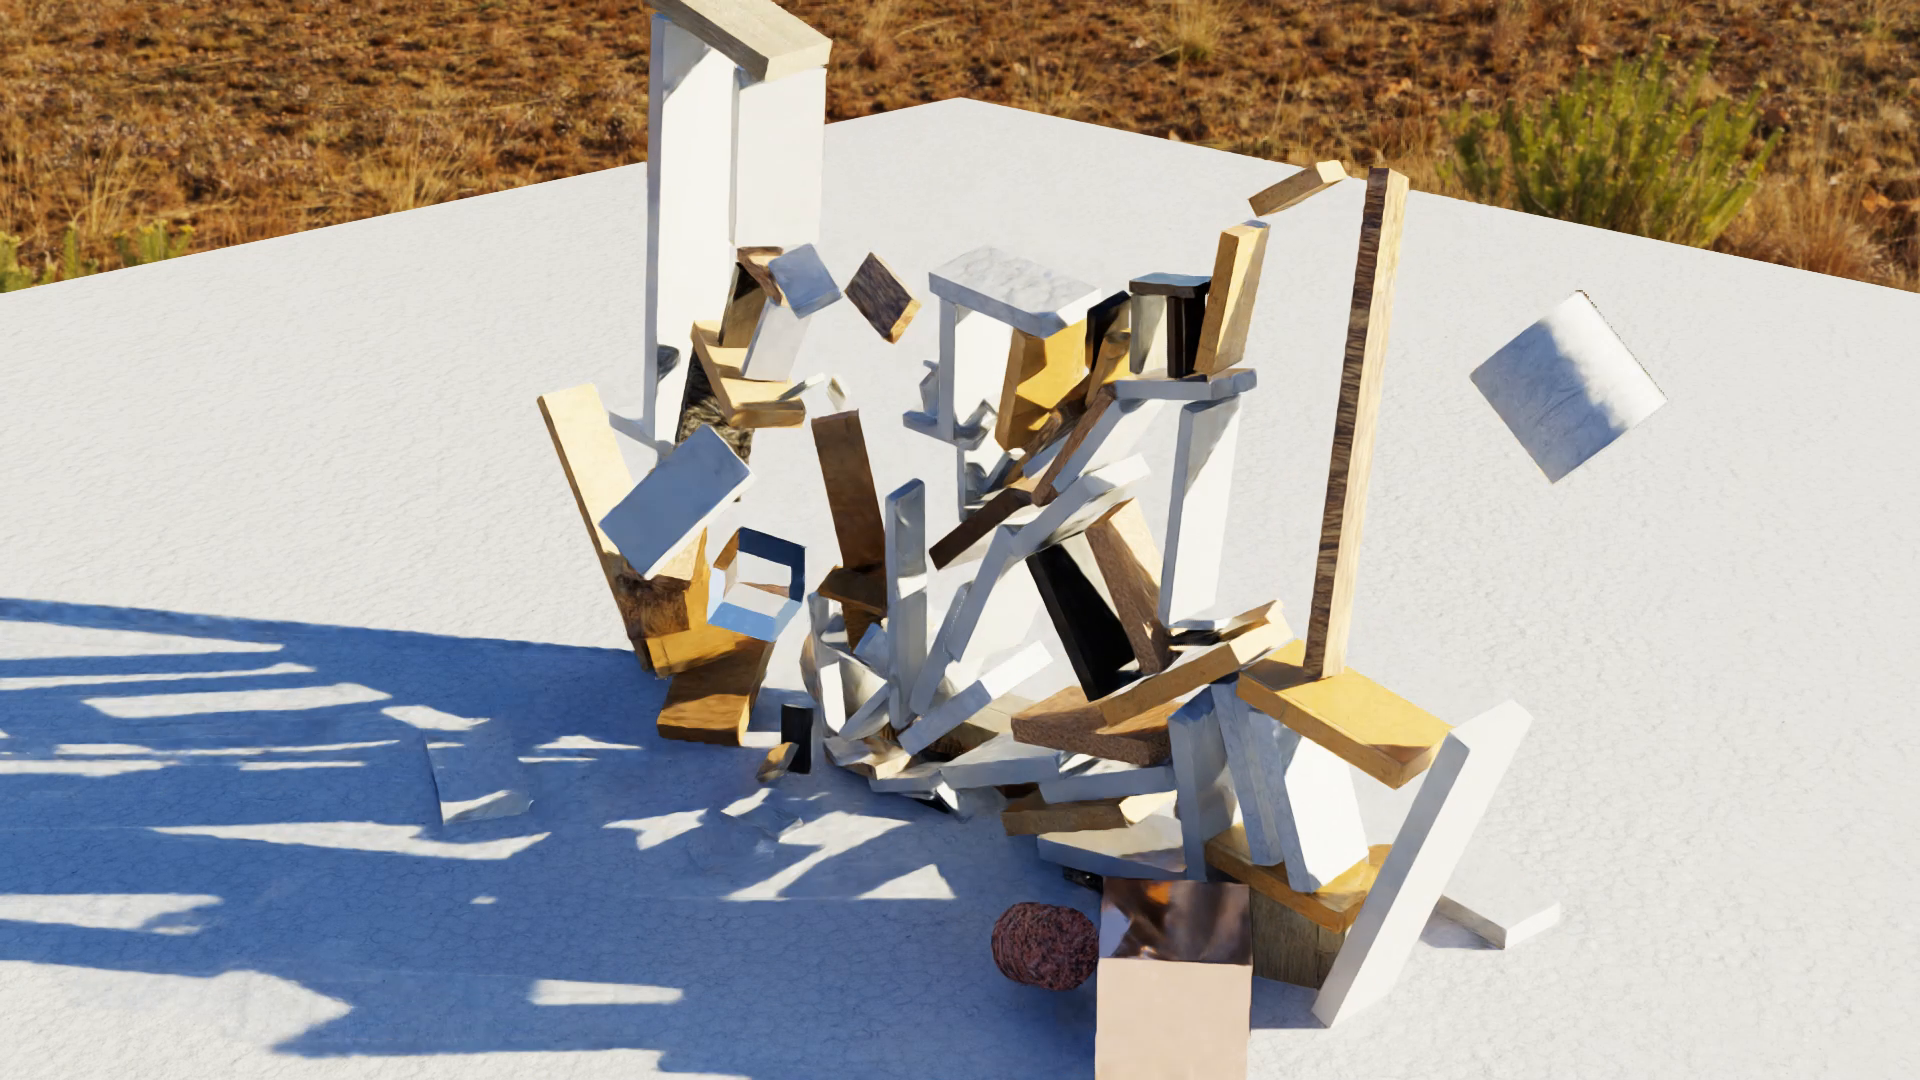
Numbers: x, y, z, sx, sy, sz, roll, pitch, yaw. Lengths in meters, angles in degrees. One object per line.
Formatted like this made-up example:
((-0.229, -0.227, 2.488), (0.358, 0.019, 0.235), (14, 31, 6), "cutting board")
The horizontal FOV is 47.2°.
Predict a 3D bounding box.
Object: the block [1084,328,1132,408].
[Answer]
((0.267, -0.296, 3.808), (0.076, 0.151, 0.021), (-22, 54, -31), "block")

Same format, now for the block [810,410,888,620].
((-0.204, -0.041, 4.382), (0.095, 0.459, 0.027), (-11, 28, 0), "block")

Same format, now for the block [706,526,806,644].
((-0.426, 0.093, 4.605), (0.152, 0.152, 0.152), (18, 46, -21), "block")

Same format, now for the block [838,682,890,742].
((-0.165, 0.351, 4.555), (0.095, 0.190, 0.027), (-9, 61, -45), "block")

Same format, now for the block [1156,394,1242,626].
((0.412, -0.054, 3.799), (0.112, 0.429, 0.032), (-22, 41, -33), "block")

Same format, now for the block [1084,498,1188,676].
((0.322, 0.083, 3.933), (0.041, 0.287, 0.144), (-17, 11, 34), "block")

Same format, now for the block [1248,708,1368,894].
((0.599, 0.420, 3.772), (0.164, 0.328, 0.046), (-24, 14, -40), "block")

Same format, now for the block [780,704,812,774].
((-0.343, 0.416, 4.595), (0.068, 0.137, 0.019), (7, 6, 37), "block")

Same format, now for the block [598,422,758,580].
((-0.579, -0.080, 4.499), (0.153, 0.307, 0.043), (47, 1, 18), "block")

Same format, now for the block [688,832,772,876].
((-0.448, 0.613, 4.289), (0.148, 0.021, 0.074), (-10, 25, -23), "block")

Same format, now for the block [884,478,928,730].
((-0.105, 0.133, 4.347), (0.026, 0.553, 0.091), (24, 40, 31), "block")

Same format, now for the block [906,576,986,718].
((0.010, 0.197, 4.400), (0.047, 0.330, 0.165), (38, 38, 19), "block")

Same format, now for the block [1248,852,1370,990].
((0.618, 0.667, 3.943), (0.184, 0.184, 0.184), (9, 27, 20), "block")

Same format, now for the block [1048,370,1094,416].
((0.227, -0.263, 3.906), (0.076, 0.021, 0.151), (-17, -15, -37), "block")

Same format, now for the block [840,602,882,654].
((-0.197, 0.158, 4.419), (0.071, 0.142, 0.020), (-14, 34, -6), "block")

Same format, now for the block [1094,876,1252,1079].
((0.357, 0.743, 3.693), (0.247, 0.247, 0.247), (2, 23, 5), "block")

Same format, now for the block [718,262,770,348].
((-0.425, -0.474, 4.448), (0.093, 0.186, 0.026), (-3, 39, -28), "block")

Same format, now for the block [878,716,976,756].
((0.020, 0.412, 4.687), (0.344, 0.049, 0.172), (11, 15, 24), "block")

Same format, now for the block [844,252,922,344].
((-0.146, -0.458, 4.157), (0.027, 0.095, 0.190), (22, 20, -41), "block")

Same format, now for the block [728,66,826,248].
((-0.359, -0.751, 4.303), (0.173, 0.347, 0.049), (-6, 24, -22), "block")

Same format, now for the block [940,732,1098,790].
((0.136, 0.416, 4.248), (0.173, 0.049, 0.346), (-25, 7, -38), "block")

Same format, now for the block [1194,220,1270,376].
((0.446, -0.398, 3.610), (0.034, 0.238, 0.119), (22, 27, 26), "block")

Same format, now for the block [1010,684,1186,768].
((0.277, 0.341, 4.071), (0.173, 0.049, 0.346), (-24, 20, -39), "block")

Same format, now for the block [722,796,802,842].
((-0.398, 0.560, 4.412), (0.148, 0.021, 0.074), (16, 29, 32), "block")

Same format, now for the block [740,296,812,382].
((-0.363, -0.397, 4.367), (0.093, 0.186, 0.026), (3, 41, -27), "block")

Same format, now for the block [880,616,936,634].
((-0.145, 0.178, 4.626), (0.095, 0.027, 0.203), (35, 25, 21), "block")

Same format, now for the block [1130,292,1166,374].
((0.320, -0.356, 3.727), (0.069, 0.139, 0.020), (-21, 31, -39), "block")

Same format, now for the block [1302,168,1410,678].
((0.652, -0.188, 3.622), (0.034, 0.831, 0.119), (9, 4, 27), "block")

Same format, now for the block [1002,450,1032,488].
((0.134, -0.140, 4.108), (0.067, 0.134, 0.019), (-20, 73, -29), "block")

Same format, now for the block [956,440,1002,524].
((0.039, -0.120, 4.209), (0.091, 0.182, 0.026), (-25, 43, -28), "block")

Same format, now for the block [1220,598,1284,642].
((0.500, 0.138, 3.780), (0.116, 0.015, 0.054), (-28, 14, 49), "block")

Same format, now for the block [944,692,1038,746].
((0.192, 0.411, 4.531), (0.473, 0.049, 0.172), (16, 26, 30), "block")

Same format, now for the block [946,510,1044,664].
((0.097, 0.086, 4.202), (0.165, 0.330, 0.047), (-15, 51, -39), "block")

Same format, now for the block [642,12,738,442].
((-0.559, -0.640, 4.540), (0.173, 0.910, 0.049), (-17, 36, -36), "block")

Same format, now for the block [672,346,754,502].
((-0.509, -0.240, 4.597), (0.153, 0.307, 0.043), (8, 15, -18), "block")

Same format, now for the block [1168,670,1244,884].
((0.467, 0.458, 3.941), (0.167, 0.448, 0.047), (-34, 40, -31), "block")

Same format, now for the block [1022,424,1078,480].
((0.199, -0.169, 4.004), (0.095, 0.027, 0.190), (-18, -13, -35), "block")

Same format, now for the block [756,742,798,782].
((-0.376, 0.457, 4.521), (0.019, 0.068, 0.137), (33, -24, -13), "block")

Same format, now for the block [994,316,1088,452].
((0.150, -0.289, 3.949), (0.144, 0.288, 0.041), (-20, 56, -23), "block")

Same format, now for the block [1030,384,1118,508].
((0.228, -0.171, 3.903), (0.095, 0.301, 0.027), (-17, 62, -39), "block")

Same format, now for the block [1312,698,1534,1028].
((0.757, 0.546, 3.641), (0.164, 0.673, 0.046), (-19, 49, -38), "block")

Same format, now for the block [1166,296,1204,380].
((0.377, -0.344, 3.671), (0.069, 0.139, 0.020), (-19, 27, -34), "block")

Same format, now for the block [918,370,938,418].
((-0.054, -0.277, 4.157), (0.013, 0.090, 0.045), (25, 61, 26), "block")

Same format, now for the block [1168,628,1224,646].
((0.423, 0.172, 3.878), (0.054, 0.015, 0.108), (-19, 9, -34), "block")

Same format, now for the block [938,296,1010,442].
((0.026, -0.340, 4.056), (0.041, 0.297, 0.144), (32, 48, 33), "block")

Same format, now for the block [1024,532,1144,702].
((0.241, 0.136, 4.025), (0.144, 0.287, 0.041), (-23, -2, -32), "block")

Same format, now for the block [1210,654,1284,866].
((0.549, 0.381, 3.844), (0.167, 0.335, 0.047), (-21, 11, -35), "block")

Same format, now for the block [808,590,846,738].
((-0.276, 0.267, 4.579), (0.050, 0.387, 0.014), (-30, 41, -34), "block")

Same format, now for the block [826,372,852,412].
((-0.240, -0.291, 4.348), (0.014, 0.050, 0.101), (-29, -9, -18), "block")

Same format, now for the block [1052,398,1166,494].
((0.260, -0.170, 3.860), (0.112, 0.225, 0.032), (-18, 64, -43), "block")

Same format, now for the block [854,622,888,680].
((-0.155, 0.225, 4.387), (0.020, 0.071, 0.142), (26, -11, 35), "block")

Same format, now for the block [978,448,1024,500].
((0.092, -0.127, 4.169), (0.067, 0.134, 0.019), (-4, 54, -35), "block")
